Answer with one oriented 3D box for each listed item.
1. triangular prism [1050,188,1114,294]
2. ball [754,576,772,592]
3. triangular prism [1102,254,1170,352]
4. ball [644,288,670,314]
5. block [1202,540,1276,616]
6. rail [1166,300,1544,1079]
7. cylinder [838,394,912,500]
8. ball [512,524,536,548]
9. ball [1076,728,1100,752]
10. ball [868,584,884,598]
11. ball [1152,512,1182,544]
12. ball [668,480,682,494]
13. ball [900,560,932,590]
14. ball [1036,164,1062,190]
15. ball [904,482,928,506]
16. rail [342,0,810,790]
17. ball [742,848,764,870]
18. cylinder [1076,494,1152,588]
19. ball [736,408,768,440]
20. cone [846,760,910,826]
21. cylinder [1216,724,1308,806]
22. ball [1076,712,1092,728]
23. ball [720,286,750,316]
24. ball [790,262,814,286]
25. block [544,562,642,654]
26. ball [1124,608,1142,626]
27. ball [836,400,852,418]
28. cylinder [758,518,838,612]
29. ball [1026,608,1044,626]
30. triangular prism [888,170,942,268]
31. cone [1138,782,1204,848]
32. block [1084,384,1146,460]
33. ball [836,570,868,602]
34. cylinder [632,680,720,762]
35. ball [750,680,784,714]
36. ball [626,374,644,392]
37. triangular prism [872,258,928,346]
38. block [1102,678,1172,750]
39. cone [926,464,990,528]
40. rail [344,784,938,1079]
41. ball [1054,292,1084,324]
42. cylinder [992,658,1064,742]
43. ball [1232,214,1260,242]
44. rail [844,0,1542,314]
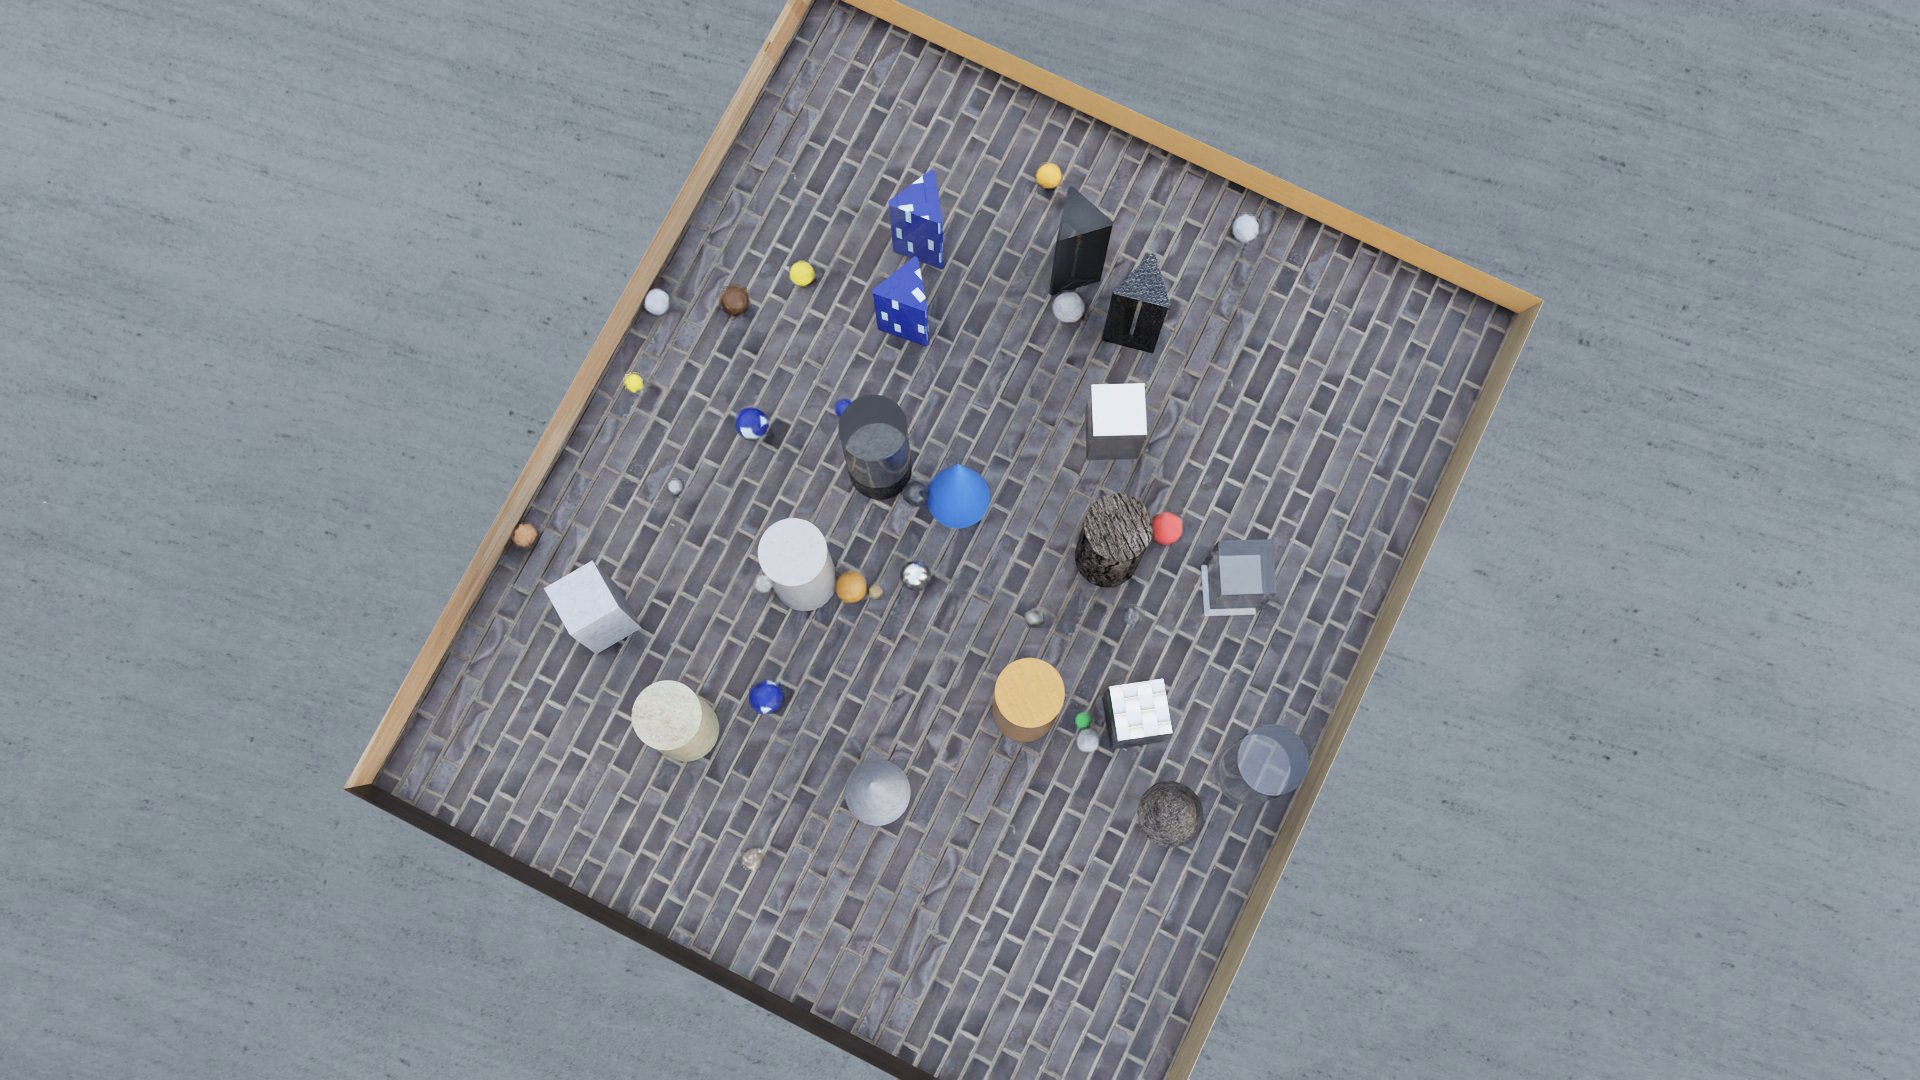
[{"bbox_3d":[0.343,-0.915,5.563,0.170,0.476,0.147,-17,79,-3],"label":"triangular prism"},{"bbox_3d":[-0.597,0.134,5.562,0.053,0.053,0.053,0,78,0],"label":"ball"},{"bbox_3d":[0.545,-0.722,5.542,0.170,0.439,0.147,15,79,3],"label":"triangular prism"},{"bbox_3d":[-0.948,-0.745,5.730,0.080,0.080,0.080,0,78,0],"label":"ball"},{"bbox_3d":[0.818,0.114,5.403,0.157,0.372,0.157,-2,78,0],"label":"block"},{"bbox_3d":[1.118,0.554,5.436,0.045,0.127,2.945,26,80,5],"label":"rail"},{"bbox_3d":[-0.246,-0.269,5.425,0.196,0.484,0.196,0,78,0],"label":"cylinder"},{"bbox_3d":[-1.329,-0.014,5.582,0.073,0.073,0.073,0,78,0],"label":"ball"},{"bbox_3d":[0.381,0.596,5.458,0.069,0.069,0.069,0,78,0],"label":"ball"},{"bbox_3d":[-0.256,0.157,5.562,0.044,0.044,0.044,0,78,0],"label":"ball"},{"bbox_3d":[0.629,-0.036,5.574,0.097,0.097,0.097,0,78,0],"label":"ball"},{"bbox_3d":[-0.873,-0.162,5.628,0.044,0.044,0.044,0,78,0],"label":"ball"},{"bbox_3d":[-0.133,0.107,5.547,0.094,0.094,0.094,0,78,0],"label":"ball"},{"bbox_3d":[0.282,-1.154,5.814,0.081,0.081,0.081,0,78,0],"label":"ball"},{"bbox_3d":[-0.135,-0.141,5.606,0.078,0.078,0.078,0,78,0],"label":"ball"},{"bbox_3d":[-1.118,-0.541,5.662,0.045,0.127,2.945,26,80,5],"label":"rail"},{"bbox_3d":[-0.609,0.936,5.390,0.065,0.065,0.065,0,78,0],"label":"ball"},{"bbox_3d":[0.449,0.006,5.398,0.196,0.426,0.196,0,78,0],"label":"cylinder"},{"bbox_3d":[-0.640,-0.359,5.641,0.098,0.098,0.098,0,78,0],"label":"ball"},{"bbox_3d":[-0.245,0.712,5.267,0.196,0.396,0.196,0,78,0],"label":"cone"},{"bbox_3d":[0.859,0.649,5.250,0.196,0.454,0.196,0,78,0],"label":"cylinder"},{"bbox_3d":[0.370,0.539,5.481,0.047,0.047,0.047,0,78,0],"label":"ball"},{"bbox_3d":[-0.702,-0.746,5.725,0.090,0.090,0.090,0,78,0],"label":"ball"},{"bbox_3d":[-0.495,-0.837,5.750,0.077,0.077,0.077,0,78,0],"label":"ball"},{"bbox_3d":[-1.074,0.202,5.381,0.157,0.379,0.157,-30,80,-6],"label":"block"},{"bbox_3d":[0.523,0.231,5.540,0.056,0.056,0.056,0,78,0],"label":"ball"},{"bbox_3d":[-0.355,-0.404,5.669,0.062,0.062,0.062,0,78,0],"label":"ball"},{"bbox_3d":[-0.473,0.077,5.382,0.196,0.429,0.196,0,78,0],"label":"cylinder"},{"bbox_3d":[0.225,0.235,5.540,0.055,0.055,0.055,0,78,0],"label":"ball"},{"bbox_3d":[-0.107,-0.995,5.624,0.170,0.389,0.147,21,79,4],"label":"triangular prism"},{"bbox_3d":[0.625,0.773,5.242,0.196,0.420,0.196,0,78,0],"label":"cone"},{"bbox_3d":[0.469,-0.355,5.541,0.157,0.292,0.157,-1,78,0],"label":"block"},{"bbox_3d":[-0.328,0.141,5.538,0.096,0.096,0.096,0,78,0],"label":"ball"},{"bbox_3d":[-0.820,0.528,5.312,0.196,0.382,0.196,0,78,0],"label":"cylinder"},{"bbox_3d":[-0.577,0.469,5.470,0.098,0.098,0.098,0,78,0],"label":"ball"},{"bbox_3d":[-1.011,-0.487,5.689,0.055,0.055,0.055,0,78,0],"label":"ball"},{"bbox_3d":[-0.155,-0.739,5.595,0.170,0.342,0.147,19,79,4],"label":"triangular prism"},{"bbox_3d":[0.516,0.513,5.366,0.157,0.283,0.157,-8,78,-2],"label":"block"},{"bbox_3d":[-0.005,-0.175,5.435,0.196,0.427,0.196,0,78,0],"label":"cone"},{"bbox_3d":[-0.648,1.276,5.286,2.548,0.127,0.045,26,80,5],"label":"rail"},{"bbox_3d":[0.339,-0.726,5.717,0.098,0.098,0.098,0,78,0],"label":"ball"},{"bbox_3d":[0.194,0.468,5.307,0.196,0.417,0.196,0,78,0],"label":"cylinder"},{"bbox_3d":[0.901,-0.982,5.777,0.085,0.085,0.085,0,78,0],"label":"ball"},{"bbox_3d":[0.648,-1.262,5.812,2.548,0.127,0.045,26,80,5],"label":"rail"}]
